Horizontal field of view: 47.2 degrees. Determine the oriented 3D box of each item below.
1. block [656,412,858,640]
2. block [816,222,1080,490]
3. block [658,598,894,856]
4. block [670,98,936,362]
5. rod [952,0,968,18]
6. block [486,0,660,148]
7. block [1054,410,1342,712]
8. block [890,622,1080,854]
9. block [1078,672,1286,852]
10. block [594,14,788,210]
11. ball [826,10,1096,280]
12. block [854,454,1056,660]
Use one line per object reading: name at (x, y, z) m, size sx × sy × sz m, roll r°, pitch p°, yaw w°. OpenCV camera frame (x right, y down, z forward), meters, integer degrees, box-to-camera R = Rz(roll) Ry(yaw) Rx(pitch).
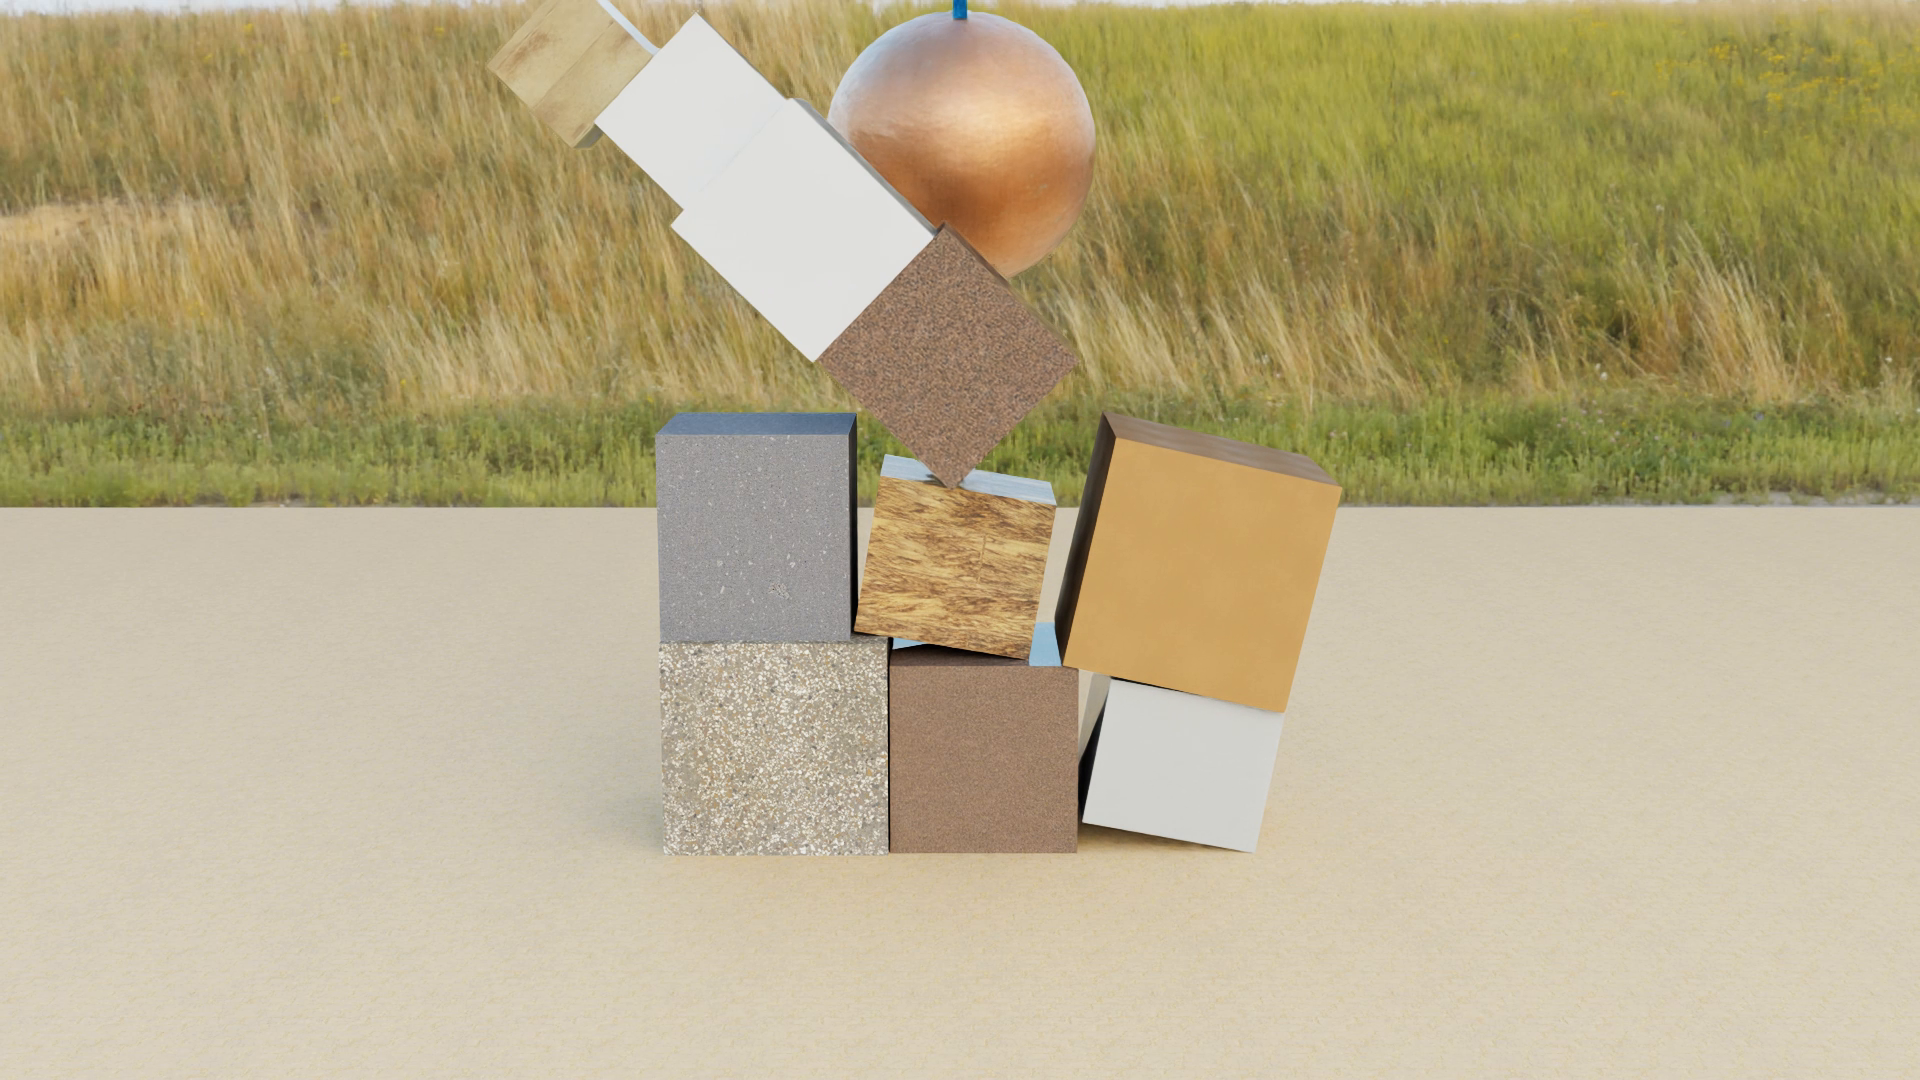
block at (-1.008, -0.086, 11.164) m, size 0.935 × 1.019 × 0.884 m, roll 0°, pitch 10°, yaw 0°
block at (-0.056, -0.943, 11.003) m, size 0.912 × 0.882 × 0.927 m, roll 44°, pitch 7°, yaw -7°
block at (-0.914, 0.942, 11.370) m, size 1.115 × 1.078 × 1.080 m, roll 0°, pitch 10°, yaw 0°
block at (-0.749, -1.544, 10.875) m, size 0.938 × 0.838 × 0.829 m, roll 44°, pitch 8°, yaw -7°
rod at (0.000, -5.208, 11.147) m, size 0.080 × 5.200 × 0.080 m, roll 0°, pitch 31°, yaw 0°
block at (-1.857, -2.333, 10.767) m, size 0.559 × 0.590 × 0.520 m, roll 44°, pitch 8°, yaw -7°
block at (1.171, 0.084, 11.184) m, size 1.117 × 1.148 × 1.069 m, roll 12°, pitch 10°, yaw -2°
block at (0.119, 1.002, 11.372) m, size 0.931 × 0.959 × 0.996 m, roll 0°, pitch 10°, yaw 0°
block at (1.109, 1.039, 11.360) m, size 0.878 × 0.745 × 0.945 m, roll 10°, pitch 10°, yaw -2°
block at (-1.287, -2.090, 10.806) m, size 0.600 × 0.711 × 0.698 m, roll 44°, pitch 6°, yaw -7°
ball at (0.000, -2.279, 12.874) m, size 1.600 × 1.600 × 1.600 m, roll 0°, pitch 10°, yaw 0°
block at (-0.025, 0.073, 11.211) m, size 0.878 × 0.790 × 0.750 m, roll 10°, pitch 10°, yaw -2°
